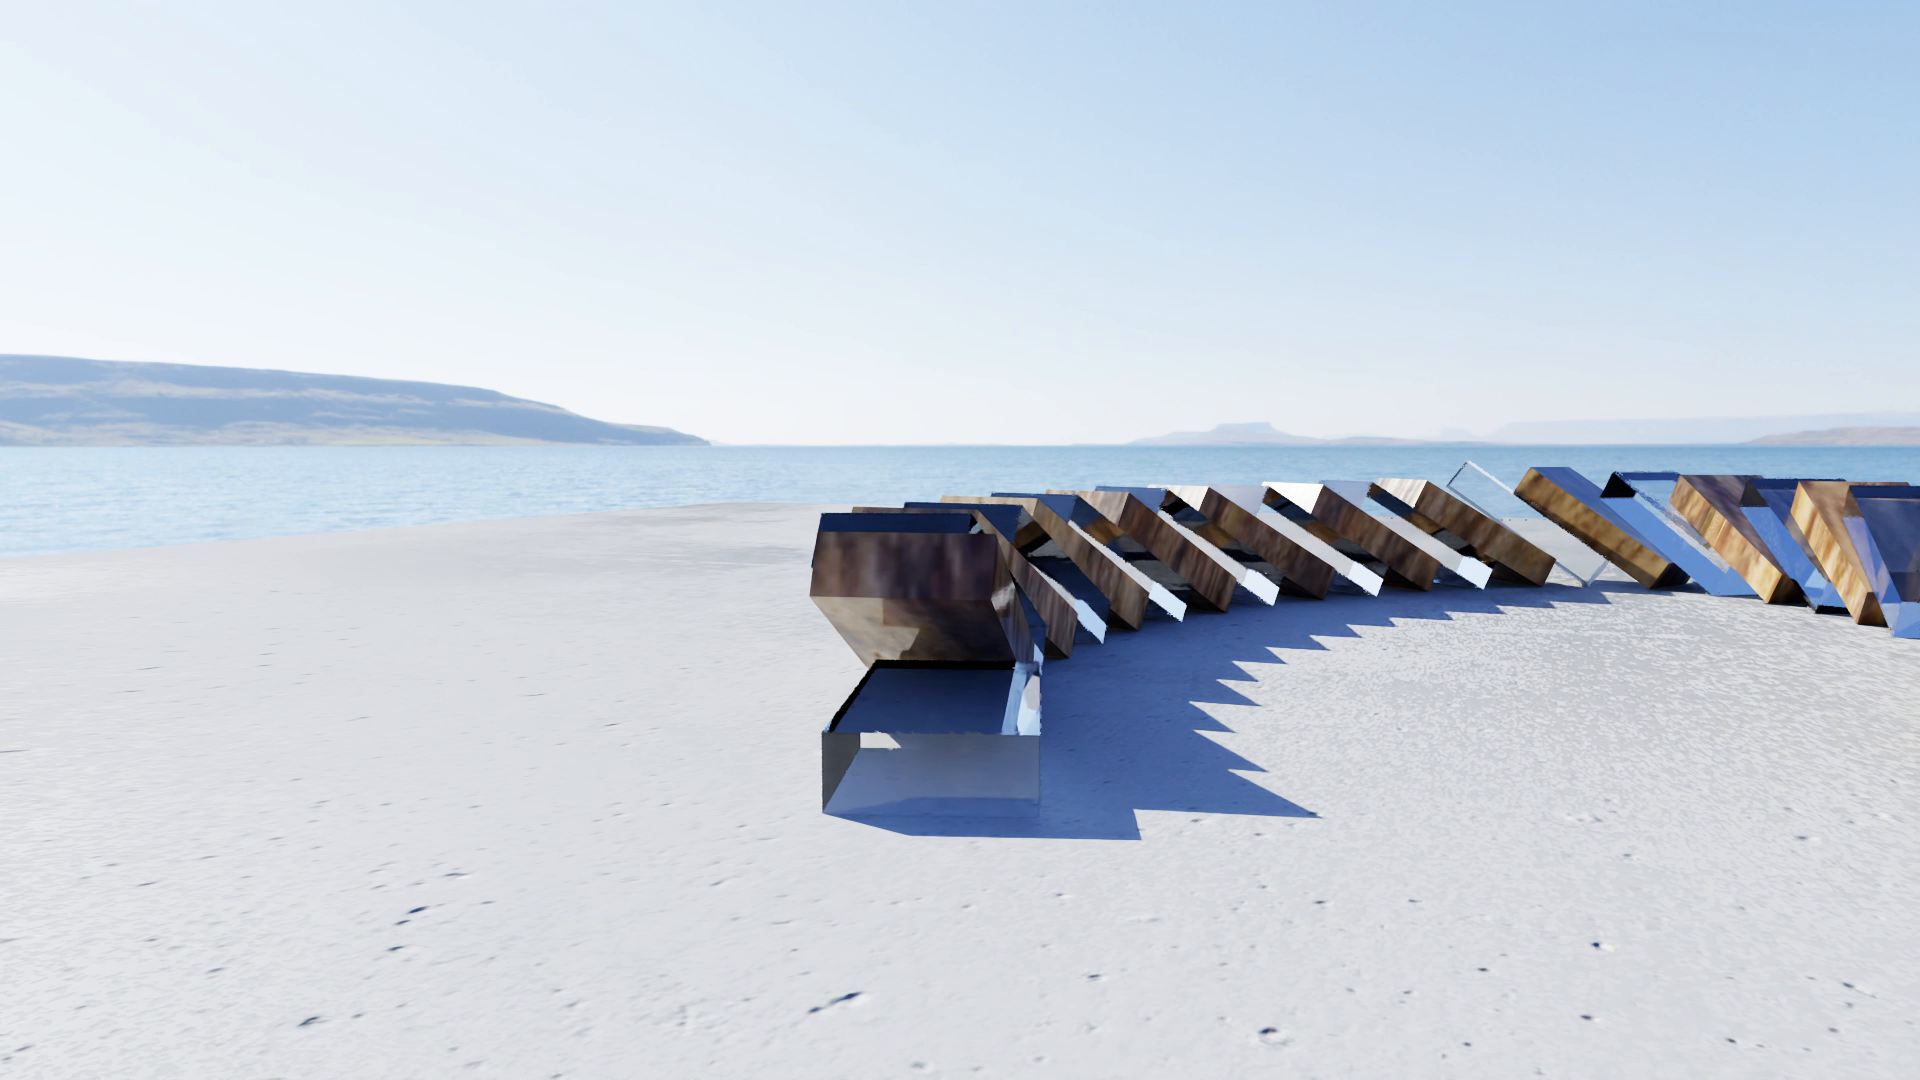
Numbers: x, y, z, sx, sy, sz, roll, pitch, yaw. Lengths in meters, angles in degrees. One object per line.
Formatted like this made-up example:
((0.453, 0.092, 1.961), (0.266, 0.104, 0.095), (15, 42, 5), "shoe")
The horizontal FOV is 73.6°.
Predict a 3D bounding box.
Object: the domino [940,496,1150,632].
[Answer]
((0.018, 0.006, 0.282), (0.025, 0.009, 0.050), (3, -22, 39), "domino")

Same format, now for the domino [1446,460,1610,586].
((0.176, -0.006, 0.398), (0.050, 0.009, 0.025), (40, 18, 17), "domino")

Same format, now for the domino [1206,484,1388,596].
((0.093, 0.000, 0.359), (0.050, 0.010, 0.025), (29, -10, -27), "domino")

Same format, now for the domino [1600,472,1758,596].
((0.217, -0.003, 0.380), (0.025, 0.009, 0.050), (-1, 35, -17), "domino")

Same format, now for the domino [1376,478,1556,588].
((0.151, -0.002, 0.387), (0.050, 0.009, 0.025), (28, -3, -14), "domino")

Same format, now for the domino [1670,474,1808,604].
((0.225, -0.001, 0.360), (0.025, 0.010, 0.050), (0, 34, -5), "domino")

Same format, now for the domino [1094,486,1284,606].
((0.058, 0.002, 0.333), (0.050, 0.010, 0.025), (31, -15, -34), "domino")

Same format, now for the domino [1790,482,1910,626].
((0.228, 0.002, 0.317), (0.025, 0.009, 0.050), (1, 34, 14), "domino")

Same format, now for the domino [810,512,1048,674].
((-0.004, 0.010, 0.219), (0.025, 0.010, 0.050), (1, -23, 19), "domino")

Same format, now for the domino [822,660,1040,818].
((-0.002, 0.025, 0.172), (0.025, 0.009, 0.050), (0, 4, 3), "domino")

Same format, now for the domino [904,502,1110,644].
((0.010, 0.007, 0.261), (0.025, 0.009, 0.050), (2, -22, 28), "domino")

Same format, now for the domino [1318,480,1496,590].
((0.130, -0.002, 0.380), (0.050, 0.009, 0.025), (28, -5, -19), "domino")

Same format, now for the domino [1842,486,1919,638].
((0.225, 0.004, 0.296), (0.025, 0.009, 0.050), (2, 33, 21), "domino")

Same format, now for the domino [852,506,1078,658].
((0.001, 0.009, 0.242), (0.025, 0.009, 0.050), (2, -22, 28), "domino")

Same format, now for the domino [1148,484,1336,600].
((0.075, 0.001, 0.348), (0.050, 0.009, 0.025), (29, -10, -27), "domino")

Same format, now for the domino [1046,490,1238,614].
((0.044, 0.003, 0.316), (0.025, 0.010, 0.050), (4, -21, 46), "domino")

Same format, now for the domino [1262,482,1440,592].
((0.111, -0.001, 0.369), (0.050, 0.010, 0.025), (28, -8, -25), "domino")

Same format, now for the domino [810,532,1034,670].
((-0.004, 0.013, 0.197), (0.025, 0.009, 0.050), (1, -22, 10), "domino")

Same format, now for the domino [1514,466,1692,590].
((0.199, -0.005, 0.394), (0.025, 0.009, 0.050), (-3, 38, -39), "domino")

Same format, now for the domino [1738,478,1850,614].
((0.229, 0.001, 0.338), (0.025, 0.009, 0.050), (1, 34, 7), "domino")

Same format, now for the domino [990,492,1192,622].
((0.030, 0.004, 0.300), (0.025, 0.009, 0.050), (4, -22, 44), "domino")
